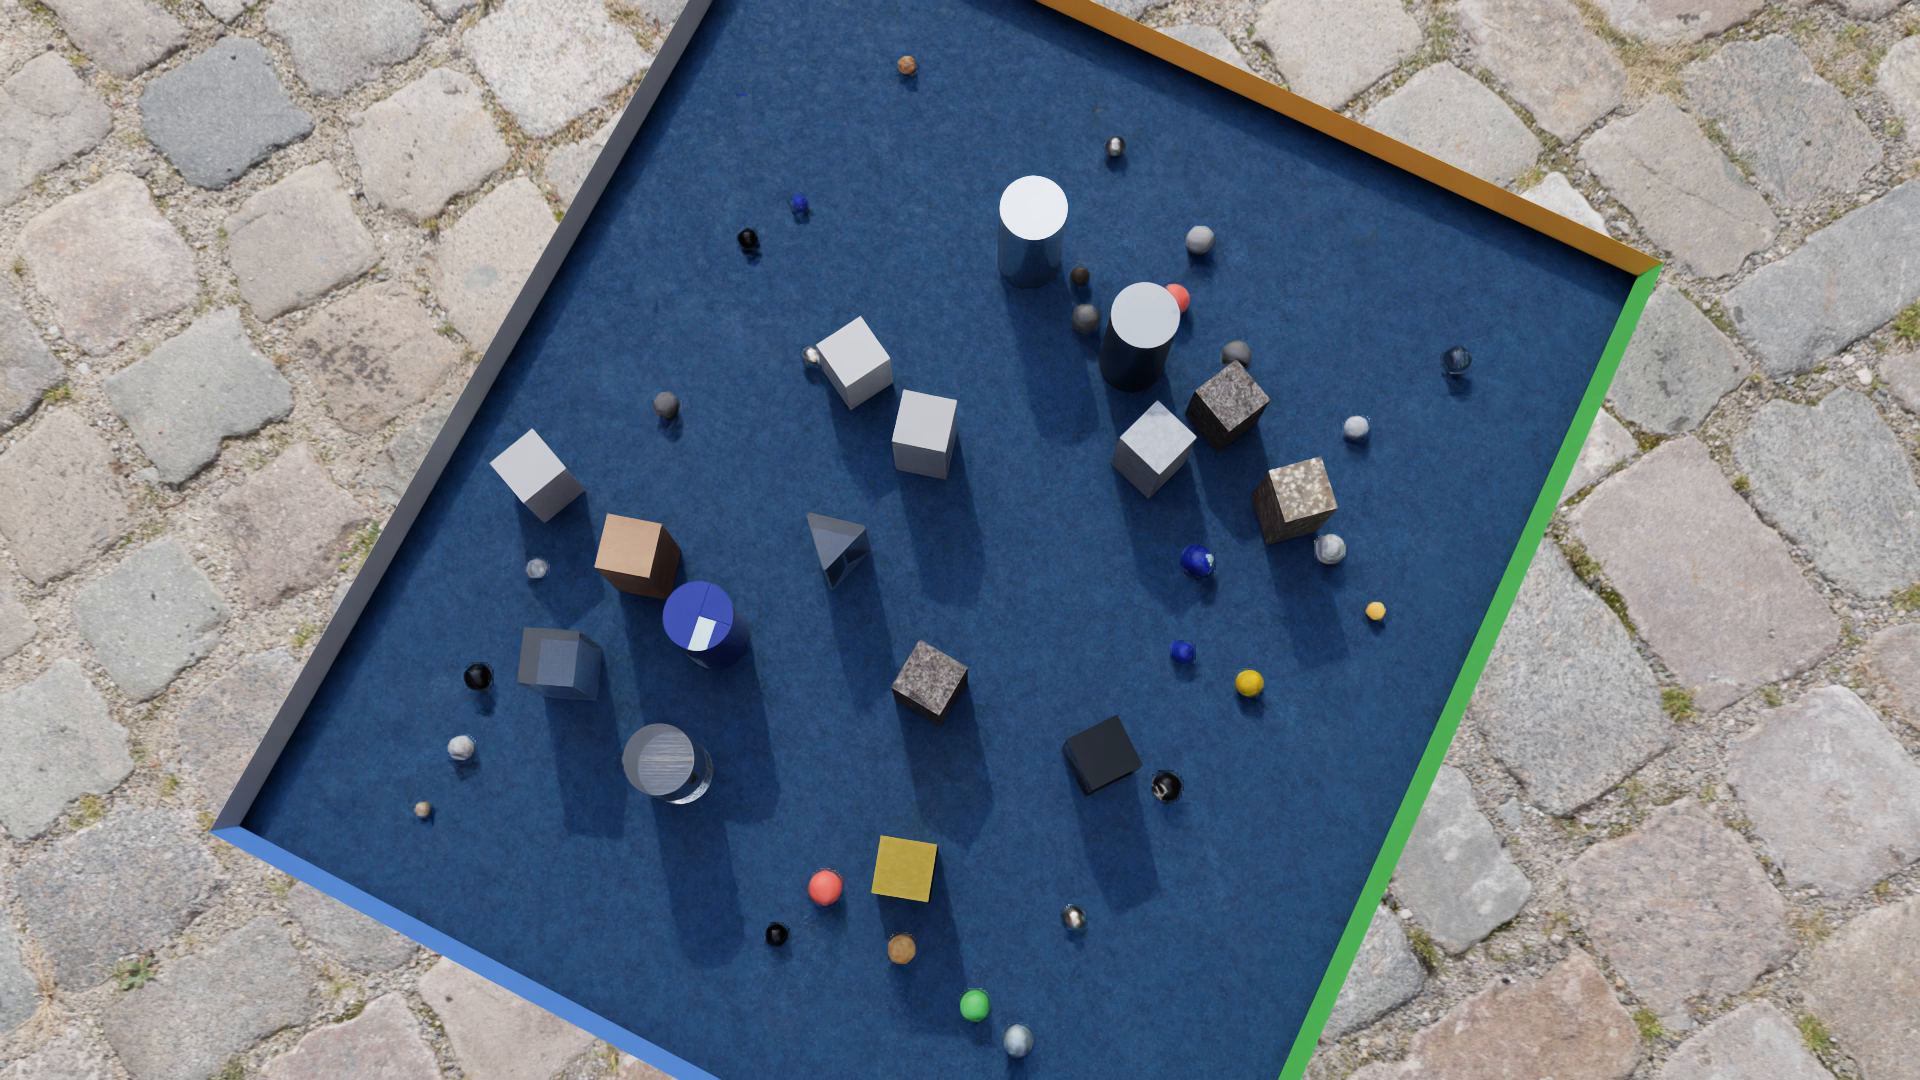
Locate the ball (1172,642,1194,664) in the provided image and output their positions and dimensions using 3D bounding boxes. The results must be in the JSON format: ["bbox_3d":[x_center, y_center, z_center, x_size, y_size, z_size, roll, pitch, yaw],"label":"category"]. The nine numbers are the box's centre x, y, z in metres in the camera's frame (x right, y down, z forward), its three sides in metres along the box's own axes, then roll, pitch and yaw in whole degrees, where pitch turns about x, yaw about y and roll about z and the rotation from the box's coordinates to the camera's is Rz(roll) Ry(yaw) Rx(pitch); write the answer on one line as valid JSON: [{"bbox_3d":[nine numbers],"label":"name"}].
[{"bbox_3d":[0.670,0.339,5.511,0.070,0.070,0.070,0,78,0],"label":"ball"}]

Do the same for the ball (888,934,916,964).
[{"bbox_3d":[-0.170,1.190,5.327,0.084,0.084,0.084,0,78,0],"label":"ball"}]

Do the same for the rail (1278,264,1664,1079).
[{"bbox_3d":[1.373,0.679,5.409,0.045,0.130,3.503,26,80,5],"label":"rail"}]

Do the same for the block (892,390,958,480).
[{"bbox_3d":[-0.104,-0.313,5.508,0.160,0.341,0.160,12,79,2],"label":"block"}]

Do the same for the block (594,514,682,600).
[{"bbox_3d":[-0.947,0.054,5.412,0.160,0.378,0.160,11,79,2],"label":"block"}]

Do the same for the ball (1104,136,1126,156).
[{"bbox_3d":[0.494,-1.256,5.842,0.067,0.067,0.067,0,78,0],"label":"ball"}]

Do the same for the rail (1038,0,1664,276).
[{"bbox_3d":[0.773,-1.507,5.861,3.116,0.130,0.045,26,80,5],"label":"rail"}]

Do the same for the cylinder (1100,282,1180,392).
[{"bbox_3d":[0.535,-0.603,5.509,0.200,0.456,0.200,0,78,0],"label":"cylinder"}]

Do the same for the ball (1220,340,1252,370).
[{"bbox_3d":[0.858,-0.571,5.686,0.097,0.097,0.097,0,78,0],"label":"ball"}]

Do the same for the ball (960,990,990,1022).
[{"bbox_3d":[0.042,1.346,5.293,0.089,0.089,0.089,0,78,0],"label":"ball"}]

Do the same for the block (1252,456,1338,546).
[{"bbox_3d":[0.995,-0.114,5.473,0.160,0.327,0.160,-15,79,-3],"label":"block"}]

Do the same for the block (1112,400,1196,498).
[{"bbox_3d":[0.580,-0.268,5.511,0.160,0.316,0.160,44,82,8],"label":"block"}]

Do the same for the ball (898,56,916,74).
[{"bbox_3d":[-0.172,-1.531,5.903,0.060,0.060,0.060,0,78,0],"label":"ball"}]

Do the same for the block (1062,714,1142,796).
[{"bbox_3d":[0.411,0.631,5.337,0.160,0.293,0.160,-26,79,-5],"label":"block"}]

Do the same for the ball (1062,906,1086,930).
[{"bbox_3d":[0.334,1.106,5.352,0.070,0.070,0.070,0,78,0],"label":"ball"}]

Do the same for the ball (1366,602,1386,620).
[{"bbox_3d":[1.259,0.215,5.543,0.057,0.057,0.057,0,78,0],"label":"ball"}]

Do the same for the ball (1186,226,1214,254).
[{"bbox_3d":[0.756,-0.944,5.766,0.091,0.091,0.091,0,78,0],"label":"ball"}]

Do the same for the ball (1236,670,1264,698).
[{"bbox_3d":[0.867,0.429,5.485,0.083,0.083,0.083,0,78,0],"label":"ball"}]

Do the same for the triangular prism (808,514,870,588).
[{"bbox_3d":[-0.386,0.007,5.449,0.150,0.326,0.173,43,81,8],"label":"triangular prism"}]

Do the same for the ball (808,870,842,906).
[{"bbox_3d":[-0.394,1.017,5.355,0.100,0.100,0.100,0,78,0],"label":"ball"}]

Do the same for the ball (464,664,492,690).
[{"bbox_3d":[-1.443,0.411,5.490,0.082,0.082,0.082,0,78,0],"label":"ball"}]

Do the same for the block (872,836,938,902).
[{"bbox_3d":[-0.155,0.947,5.257,0.160,0.321,0.160,9,78,2],"label":"block"}]

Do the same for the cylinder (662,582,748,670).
[{"bbox_3d":[-0.740,0.253,5.366,0.200,0.389,0.200,0,78,0],"label":"cylinder"}]

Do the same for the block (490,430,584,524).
[{"bbox_3d":[-1.267,-0.190,5.513,0.160,0.281,0.160,-41,81,-8],"label":"block"}]

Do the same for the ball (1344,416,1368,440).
[{"bbox_3d":[1.222,-0.346,5.649,0.076,0.076,0.076,0,78,0],"label":"ball"}]

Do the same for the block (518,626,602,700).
[{"bbox_3d":[-1.167,0.366,5.365,0.160,0.344,0.160,4,78,1],"label":"block"}]

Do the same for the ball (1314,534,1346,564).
[{"bbox_3d":[1.124,0.029,5.563,0.093,0.093,0.093,0,78,0],"label":"ball"}]

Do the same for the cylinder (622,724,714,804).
[{"bbox_3d":[-0.837,0.648,5.280,0.200,0.397,0.200,0,78,0],"label":"cylinder"}]

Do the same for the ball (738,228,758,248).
[{"bbox_3d":[-0.670,-0.951,5.782,0.062,0.062,0.062,0,78,0],"label":"ball"}]

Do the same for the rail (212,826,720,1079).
[{"bbox_3d":[-0.773,1.520,5.235,3.116,0.130,0.045,26,80,5],"label":"rail"}]

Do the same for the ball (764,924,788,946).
[{"bbox_3d":[-0.536,1.153,5.344,0.067,0.067,0.067,0,78,0],"label":"ball"}]

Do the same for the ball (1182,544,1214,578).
[{"bbox_3d":[0.721,0.064,5.553,0.098,0.098,0.098,0,78,0],"label":"ball"}]

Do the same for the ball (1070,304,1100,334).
[{"bbox_3d":[0.391,-0.690,5.713,0.092,0.092,0.092,0,78,0],"label":"ball"}]

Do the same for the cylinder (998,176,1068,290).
[{"bbox_3d":[0.217,-0.932,5.591,0.200,0.429,0.200,0,78,0],"label":"cylinder"}]

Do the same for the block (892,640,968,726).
[{"bbox_3d":[-0.087,0.422,5.372,0.160,0.309,0.160,30,80,6],"label":"block"}]

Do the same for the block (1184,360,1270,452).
[{"bbox_3d":[0.811,-0.405,5.573,0.160,0.250,0.160,-37,81,-7],"label":"block"}]

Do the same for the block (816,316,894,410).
[{"bbox_3d":[-0.319,-0.538,5.599,0.160,0.252,0.160,-34,80,-7],"label":"block"}]

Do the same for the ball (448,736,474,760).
[{"bbox_3d":[-1.484,0.618,5.451,0.074,0.074,0.074,0,78,0],"label":"ball"}]

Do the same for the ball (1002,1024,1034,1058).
[{"bbox_3d":[0.167,1.442,5.272,0.091,0.091,0.091,0,78,0],"label":"ball"}]

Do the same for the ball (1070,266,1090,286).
[{"bbox_3d":[0.377,-0.830,5.757,0.062,0.062,0.062,0,78,0],"label":"ball"}]

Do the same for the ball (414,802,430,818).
[{"bbox_3d":[-1.592,0.799,5.428,0.047,0.047,0.047,0,78,0],"label":"ball"}]

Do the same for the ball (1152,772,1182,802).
[{"bbox_3d":[0.611,0.730,5.421,0.088,0.088,0.088,0,78,0],"label":"ball"}]

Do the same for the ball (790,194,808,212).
[{"bbox_3d":[-0.510,-1.068,5.810,0.054,0.054,0.054,0,78,0],"label":"ball"}]

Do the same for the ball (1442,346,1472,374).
[{"bbox_3d":[1.542,-0.558,5.687,0.088,0.088,0.088,0,78,0],"label":"ball"}]

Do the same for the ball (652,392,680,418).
[{"bbox_3d":[-0.909,-0.417,5.662,0.081,0.081,0.081,0,78,0],"label":"ball"}]

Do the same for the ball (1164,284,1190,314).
[{"bbox_3d":[0.669,-0.750,5.722,0.098,0.098,0.098,0,78,0],"label":"ball"}]

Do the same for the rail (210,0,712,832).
[{"bbox_3d":[-1.373,-0.665,5.687,0.045,0.130,3.503,26,80,5],"label":"rail"}]

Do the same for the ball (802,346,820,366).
[{"bbox_3d":[-0.460,-0.573,5.701,0.066,0.066,0.066,0,78,0],"label":"ball"}]

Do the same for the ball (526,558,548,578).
[{"bbox_3d":[-1.286,0.087,5.567,0.062,0.062,0.062,0,78,0],"label":"ball"}]

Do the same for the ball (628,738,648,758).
[{"bbox_3d":[-0.956,0.619,5.450,0.059,0.059,0.059,0,78,0],"label":"ball"}]
